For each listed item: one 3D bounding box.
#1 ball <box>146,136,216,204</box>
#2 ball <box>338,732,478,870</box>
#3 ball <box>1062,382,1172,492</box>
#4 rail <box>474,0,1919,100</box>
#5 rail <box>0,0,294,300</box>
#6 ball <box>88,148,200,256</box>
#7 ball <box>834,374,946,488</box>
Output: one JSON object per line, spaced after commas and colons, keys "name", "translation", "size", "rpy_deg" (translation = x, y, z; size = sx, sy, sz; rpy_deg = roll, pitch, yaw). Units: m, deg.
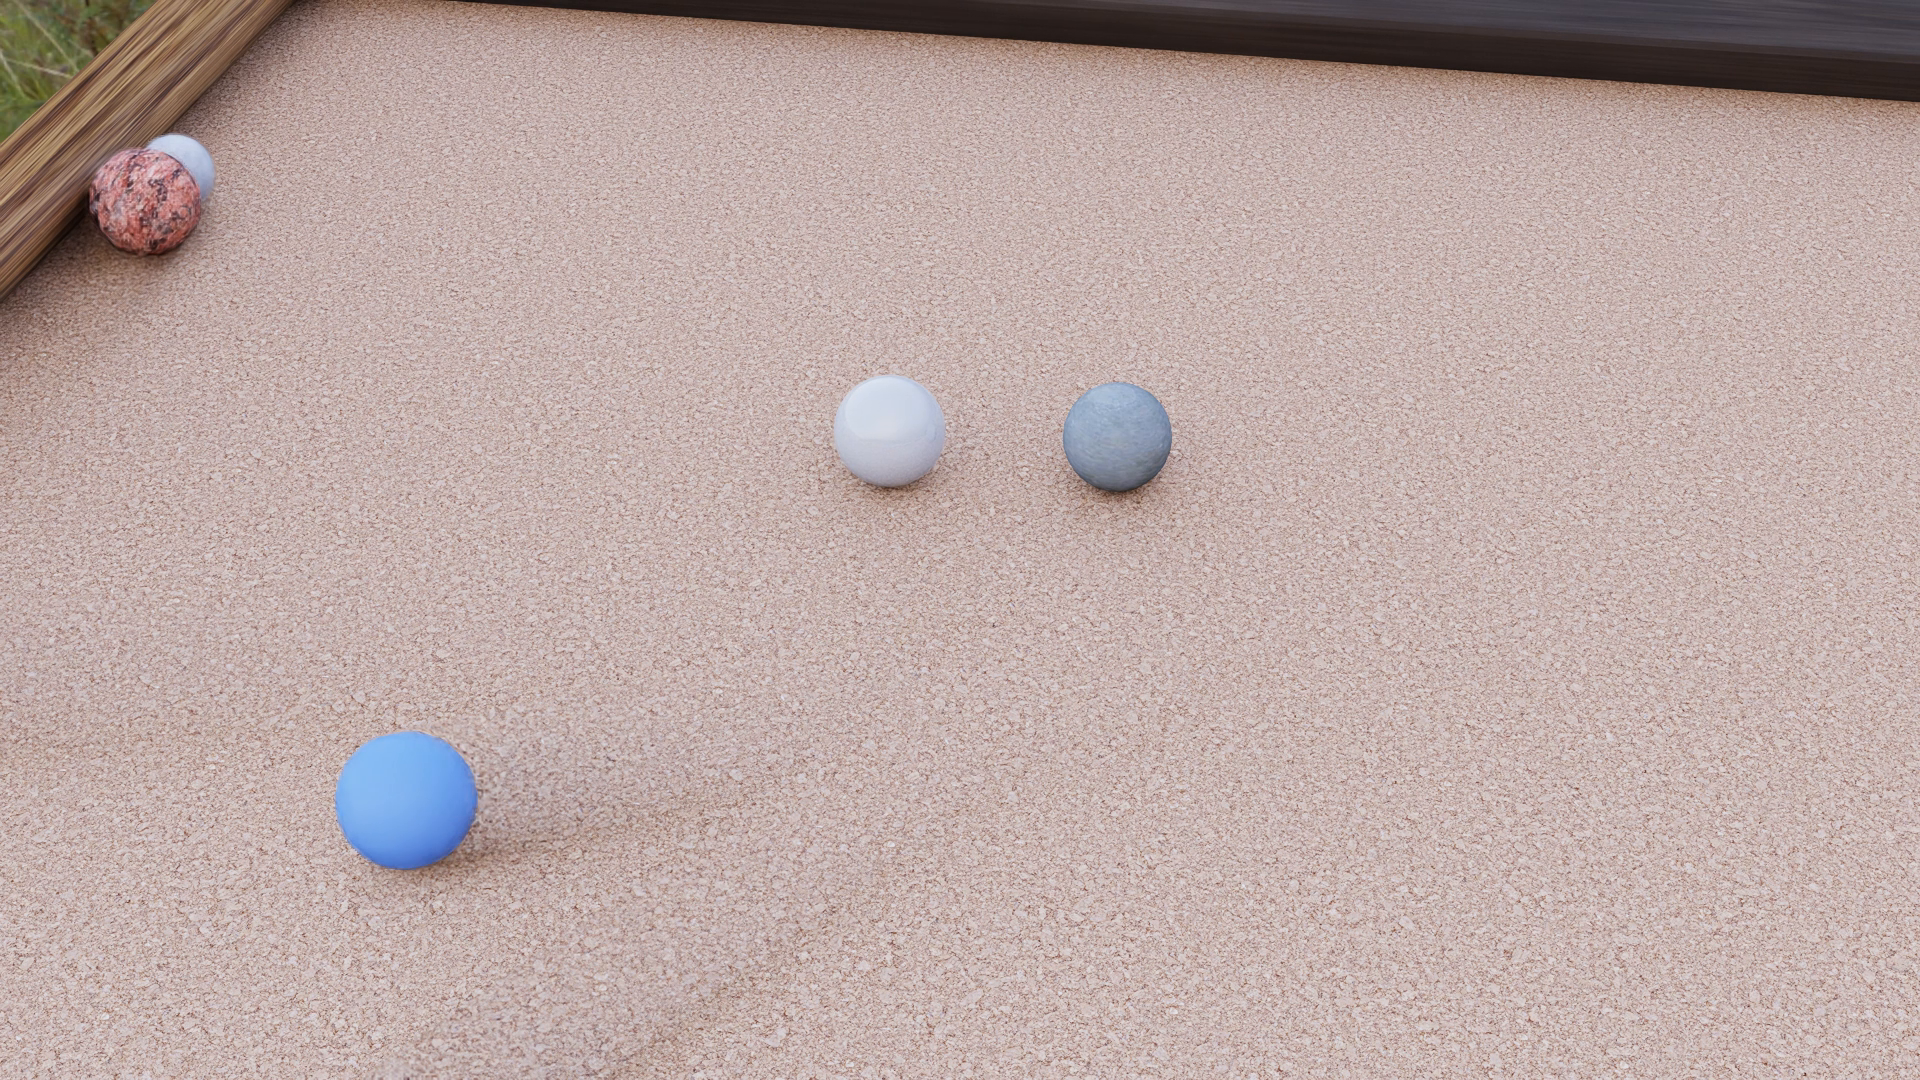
{"name": "ball", "translation": [-0.726, -0.340, 2.379], "size": [0.071, 0.071, 0.071], "rpy_deg": [0, 35, 0]}
{"name": "ball", "translation": [-0.351, 0.165, 1.630], "size": [0.087, 0.087, 0.087], "rpy_deg": [0, 35, 0]}
{"name": "ball", "translation": [0.122, -0.080, 1.988], "size": [0.085, 0.085, 0.085], "rpy_deg": [0, 35, 0]}
{"name": "rail", "translation": [1.054, -0.474, 2.525], "size": [3.613, 0.125, 0.045], "rpy_deg": [6, 35, 8]}
{"name": "rail", "translation": [-0.867, -0.101, 1.982], "size": [0.045, 0.125, 1.990], "rpy_deg": [6, 35, 8]}
{"name": "ball", "translation": [-0.732, -0.303, 2.304], "size": [0.096, 0.096, 0.096], "rpy_deg": [0, 35, 0]}
{"name": "ball", "translation": [-0.055, -0.085, 1.993], "size": [0.087, 0.087, 0.087], "rpy_deg": [0, 35, 0]}
